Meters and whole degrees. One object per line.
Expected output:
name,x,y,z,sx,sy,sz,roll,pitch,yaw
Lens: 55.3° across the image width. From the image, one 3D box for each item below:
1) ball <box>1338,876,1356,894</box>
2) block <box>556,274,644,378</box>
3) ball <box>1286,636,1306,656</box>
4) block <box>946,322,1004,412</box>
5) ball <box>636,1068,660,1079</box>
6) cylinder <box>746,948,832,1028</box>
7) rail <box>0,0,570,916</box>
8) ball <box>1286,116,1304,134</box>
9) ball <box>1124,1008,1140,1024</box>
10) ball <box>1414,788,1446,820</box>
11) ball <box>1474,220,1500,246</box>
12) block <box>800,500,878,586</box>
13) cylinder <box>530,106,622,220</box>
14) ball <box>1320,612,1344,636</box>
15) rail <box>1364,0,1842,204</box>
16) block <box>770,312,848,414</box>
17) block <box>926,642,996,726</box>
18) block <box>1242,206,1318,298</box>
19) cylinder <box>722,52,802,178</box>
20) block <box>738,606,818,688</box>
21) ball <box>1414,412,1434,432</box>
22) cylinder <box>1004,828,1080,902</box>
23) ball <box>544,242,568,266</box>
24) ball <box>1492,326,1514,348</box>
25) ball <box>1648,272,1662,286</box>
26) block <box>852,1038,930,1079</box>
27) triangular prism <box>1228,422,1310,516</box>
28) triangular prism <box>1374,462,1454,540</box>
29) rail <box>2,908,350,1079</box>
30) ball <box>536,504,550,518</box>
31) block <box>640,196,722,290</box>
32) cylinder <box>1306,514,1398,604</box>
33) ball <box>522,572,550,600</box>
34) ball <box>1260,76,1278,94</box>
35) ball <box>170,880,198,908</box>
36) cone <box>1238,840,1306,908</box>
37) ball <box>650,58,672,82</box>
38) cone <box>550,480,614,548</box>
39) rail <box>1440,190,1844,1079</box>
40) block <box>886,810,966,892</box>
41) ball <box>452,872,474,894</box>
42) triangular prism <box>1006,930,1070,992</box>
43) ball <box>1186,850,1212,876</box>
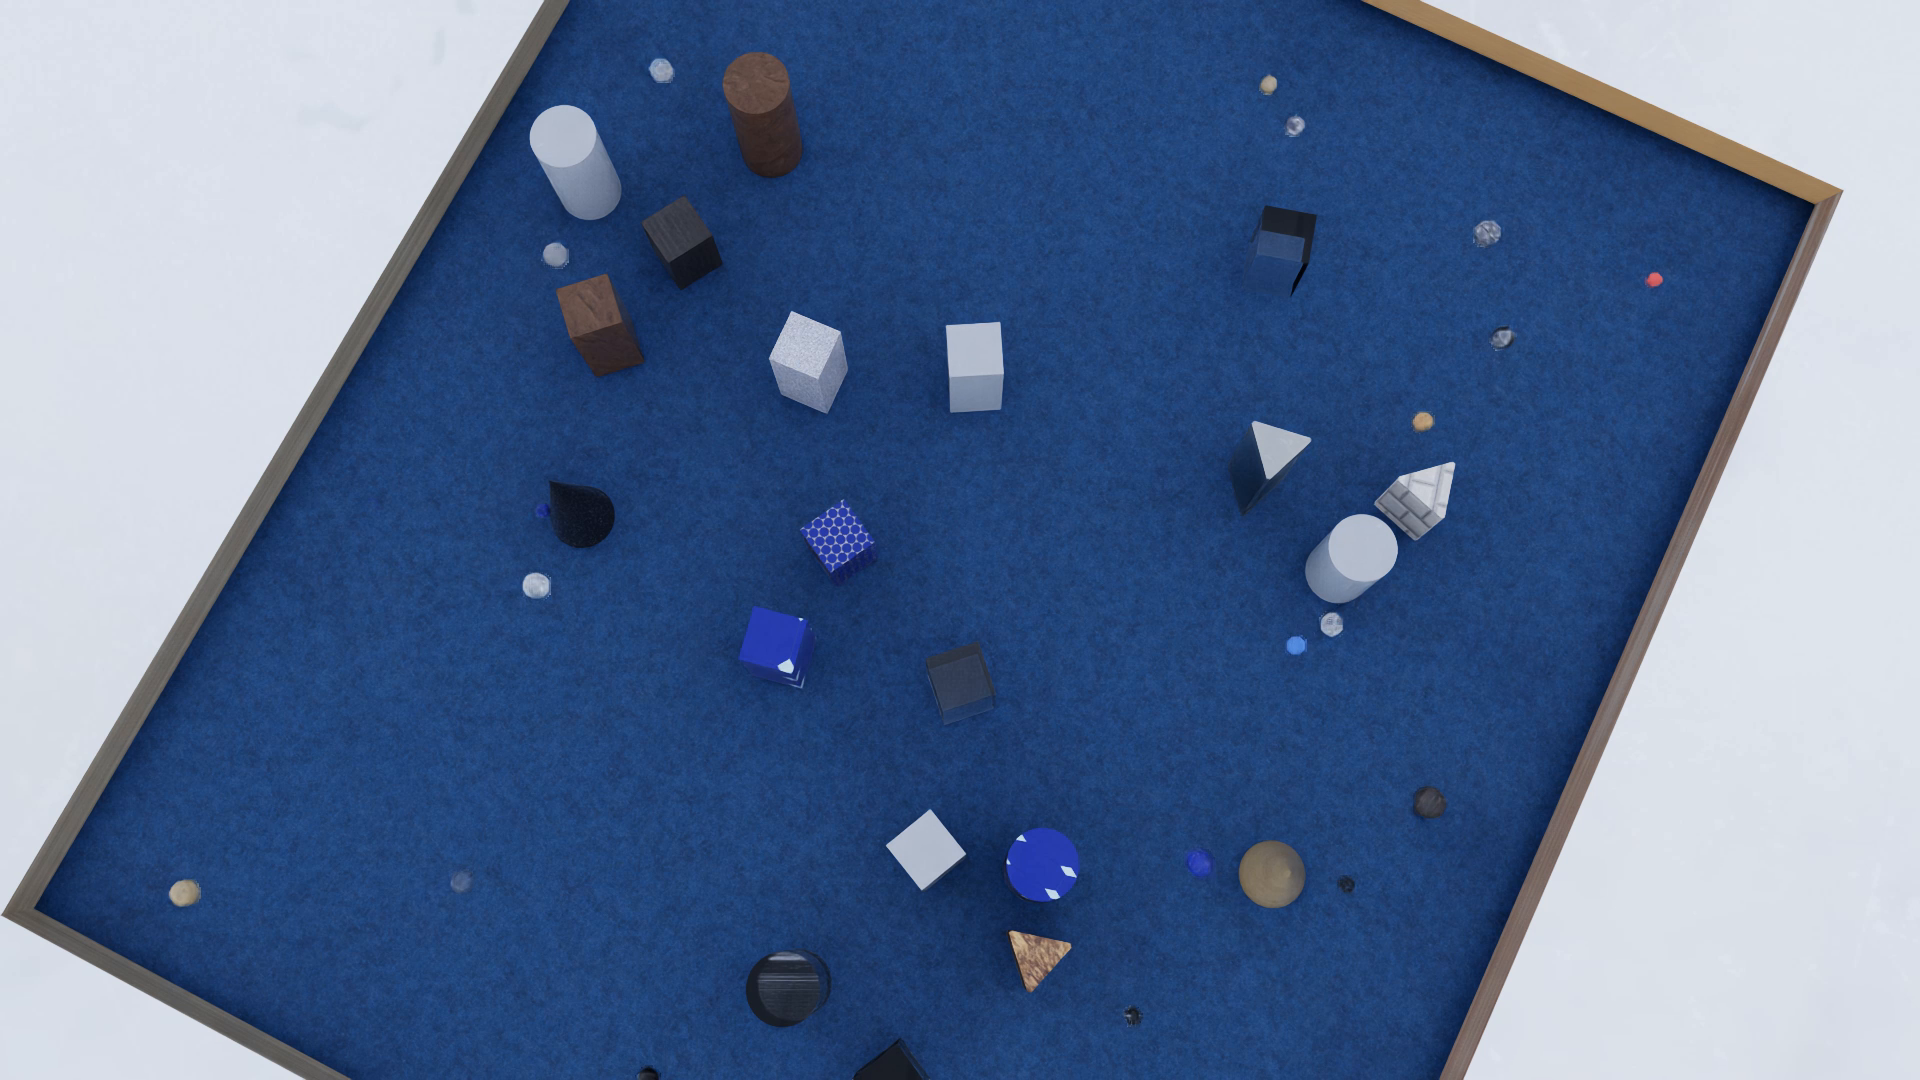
ball,1.137,1.013,5.383,0.048,0.048,0.048,0,78,0
block,-1.085,-0.645,5.549,0.158,0.394,0.158,-18,79,-4
ball,1.011,0.319,5.522,0.057,0.057,0.057,0,78,0
block,0.043,-0.517,5.529,0.158,0.380,0.158,-4,78,-1
ball,-0.895,1.549,5.262,0.066,0.066,0.066,0,78,0
cylinder,-0.473,1.246,5.120,0.198,0.467,0.198,0,78,0
rail,-1.741,-0.845,5.725,0.045,0.128,4.446,26,80,5
ball,1.072,-1.326,5.860,0.060,0.060,0.060,0,78,0
ball,0.498,1.378,5.307,0.047,0.047,0.047,0,78,0
ball,1.388,0.777,5.407,0.095,0.095,0.095,0,78,0
ball,1.662,-0.967,5.776,0.081,0.081,0.081,0,78,0
block,-0.360,0.012,5.491,0.158,0.242,0.158,-35,80,-7
cylinder,-1.178,-1.156,5.643,0.198,0.418,0.198,0,78,0
ball,1.122,0.255,5.528,0.070,0.070,0.070,0,78,0
rail,0.984,-1.920,5.947,3.939,0.128,0.045,26,80,5
block,-0.453,-0.531,5.535,0.158,0.376,0.158,23,79,5
block,0.002,0.421,5.338,0.158,0.375,0.158,-18,79,-4
block,0.979,-0.885,5.642,0.158,0.309,0.158,11,79,2
cylinder,-0.602,-1.302,5.644,0.198,0.475,0.198,0,78,0
block,-0.530,0.318,5.368,0.158,0.357,0.158,15,79,3
ball,1.432,-0.364,5.661,0.062,0.062,0.062,0,78,0
cylinder,0.226,0.927,5.198,0.198,0.443,0.198,0,78,0
ball,-1.273,-0.897,5.764,0.075,0.075,0.075,0,78,0
ball,1.693,-0.630,5.712,0.069,0.069,0.069,0,78,0
ball,2.186,-0.819,5.764,0.044,0.044,0.044,0,78,0
block,-0.187,1.521,5.150,0.158,0.297,0.158,-36,81,-7
triangular prism,0.880,-0.232,5.417,0.171,0.485,0.148,-42,81,-8
triangular prism,1.388,-0.141,5.482,0.171,0.320,0.148,43,82,8
rail,-0.984,1.933,5.150,3.939,0.128,0.045,26,80,5
ball,-1.265,-0.089,5.557,0.044,0.044,0.044,0,78,0
block,-0.860,-0.919,5.680,0.158,0.249,0.158,-34,80,-7
cylinder,1.153,0.059,5.418,0.198,0.364,0.198,0,78,0
ball,-1.283,0.139,5.547,0.080,0.080,0.080,0,78,0
ball,0.993,-1.465,5.892,0.055,0.055,0.055,0,78,0
ball,-2.271,1.034,5.362,0.079,0.079,0.079,0,78,0
cone,0.922,0.955,5.259,0.198,0.314,0.198,0,78,0
ball,-0.961,-1.511,5.892,0.073,0.073,0.073,0,78,0
cone,-1.159,-0.120,5.401,0.198,0.471,0.198,0,78,0
rail,1.741,0.859,5.372,0.045,0.128,4.446,26,80,5
block,-0.094,0.894,5.249,0.158,0.357,0.158,-39,81,-7
ball,-1.460,1.004,5.376,0.064,0.064,0.064,0,78,0
triangular prism,0.192,1.158,5.189,0.148,0.368,0.171,42,81,8
ball,0.703,0.949,5.380,0.079,0.079,0.079,0,78,0
